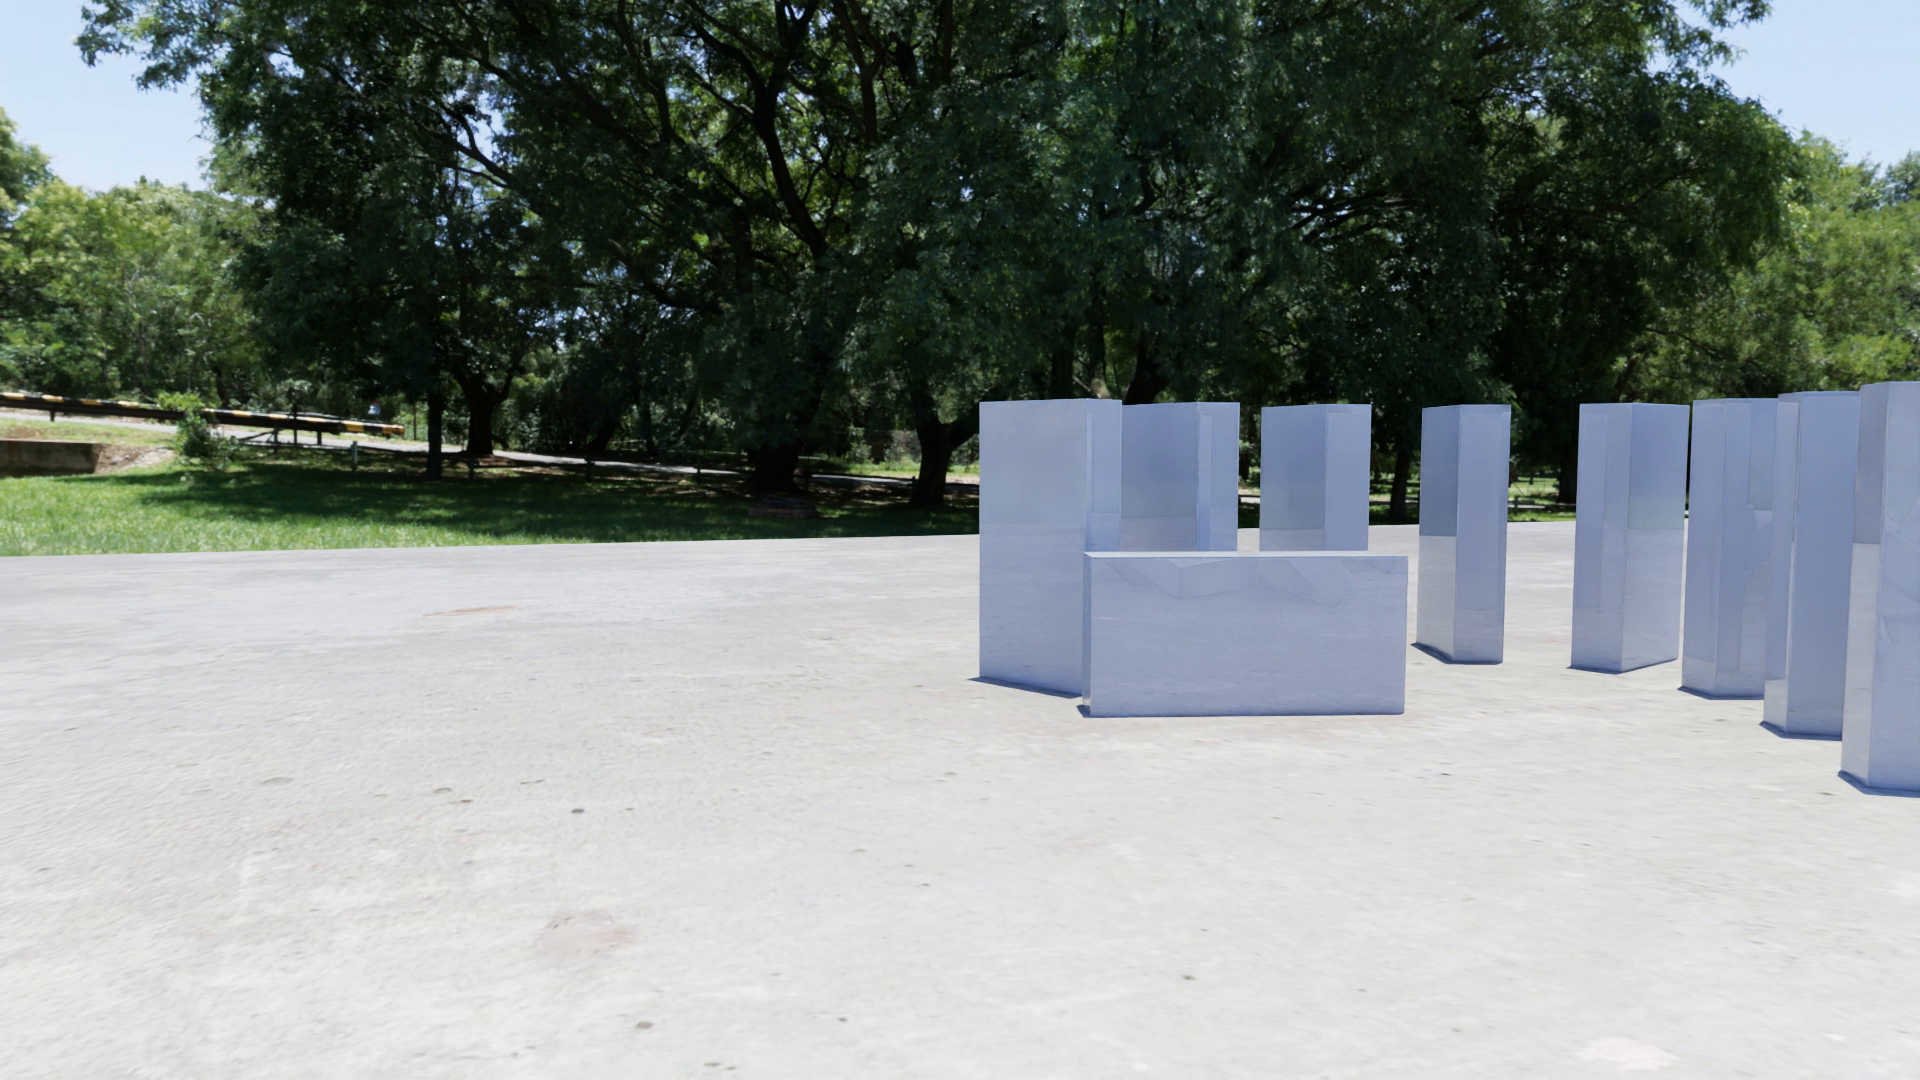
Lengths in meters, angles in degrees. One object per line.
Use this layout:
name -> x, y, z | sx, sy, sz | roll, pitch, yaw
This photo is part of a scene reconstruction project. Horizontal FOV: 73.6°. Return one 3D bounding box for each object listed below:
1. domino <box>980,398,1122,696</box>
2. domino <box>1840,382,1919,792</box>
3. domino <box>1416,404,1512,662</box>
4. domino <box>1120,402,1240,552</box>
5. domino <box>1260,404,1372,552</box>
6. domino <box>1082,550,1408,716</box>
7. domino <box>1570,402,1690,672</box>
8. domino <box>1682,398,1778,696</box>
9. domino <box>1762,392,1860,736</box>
domino -> 0.016, 0.000, 0.227 | 0.010, 0.050, 0.025 | -4, 6, -44
domino -> 0.126, 0.006, 0.158 | 0.025, 0.050, 0.009 | 1, 4, 17
domino -> 0.102, -0.002, 0.261 | 0.010, 0.050, 0.025 | 0, 4, 4
domino -> 0.041, -0.001, 0.246 | 0.009, 0.050, 0.025 | -2, 5, -28
domino -> 0.071, -0.002, 0.257 | 0.009, 0.050, 0.025 | -1, 4, -16
domino -> 0.045, 0.015, 0.206 | 0.050, 0.025, 0.010 | 0, 4, -3
domino -> 0.130, -0.001, 0.249 | 0.025, 0.050, 0.010 | -3, 6, -39
domino -> 0.139, 0.001, 0.219 | 0.025, 0.050, 0.010 | 0, 4, -1
domino -> 0.135, 0.003, 0.188 | 0.025, 0.050, 0.010 | 1, 4, 14
